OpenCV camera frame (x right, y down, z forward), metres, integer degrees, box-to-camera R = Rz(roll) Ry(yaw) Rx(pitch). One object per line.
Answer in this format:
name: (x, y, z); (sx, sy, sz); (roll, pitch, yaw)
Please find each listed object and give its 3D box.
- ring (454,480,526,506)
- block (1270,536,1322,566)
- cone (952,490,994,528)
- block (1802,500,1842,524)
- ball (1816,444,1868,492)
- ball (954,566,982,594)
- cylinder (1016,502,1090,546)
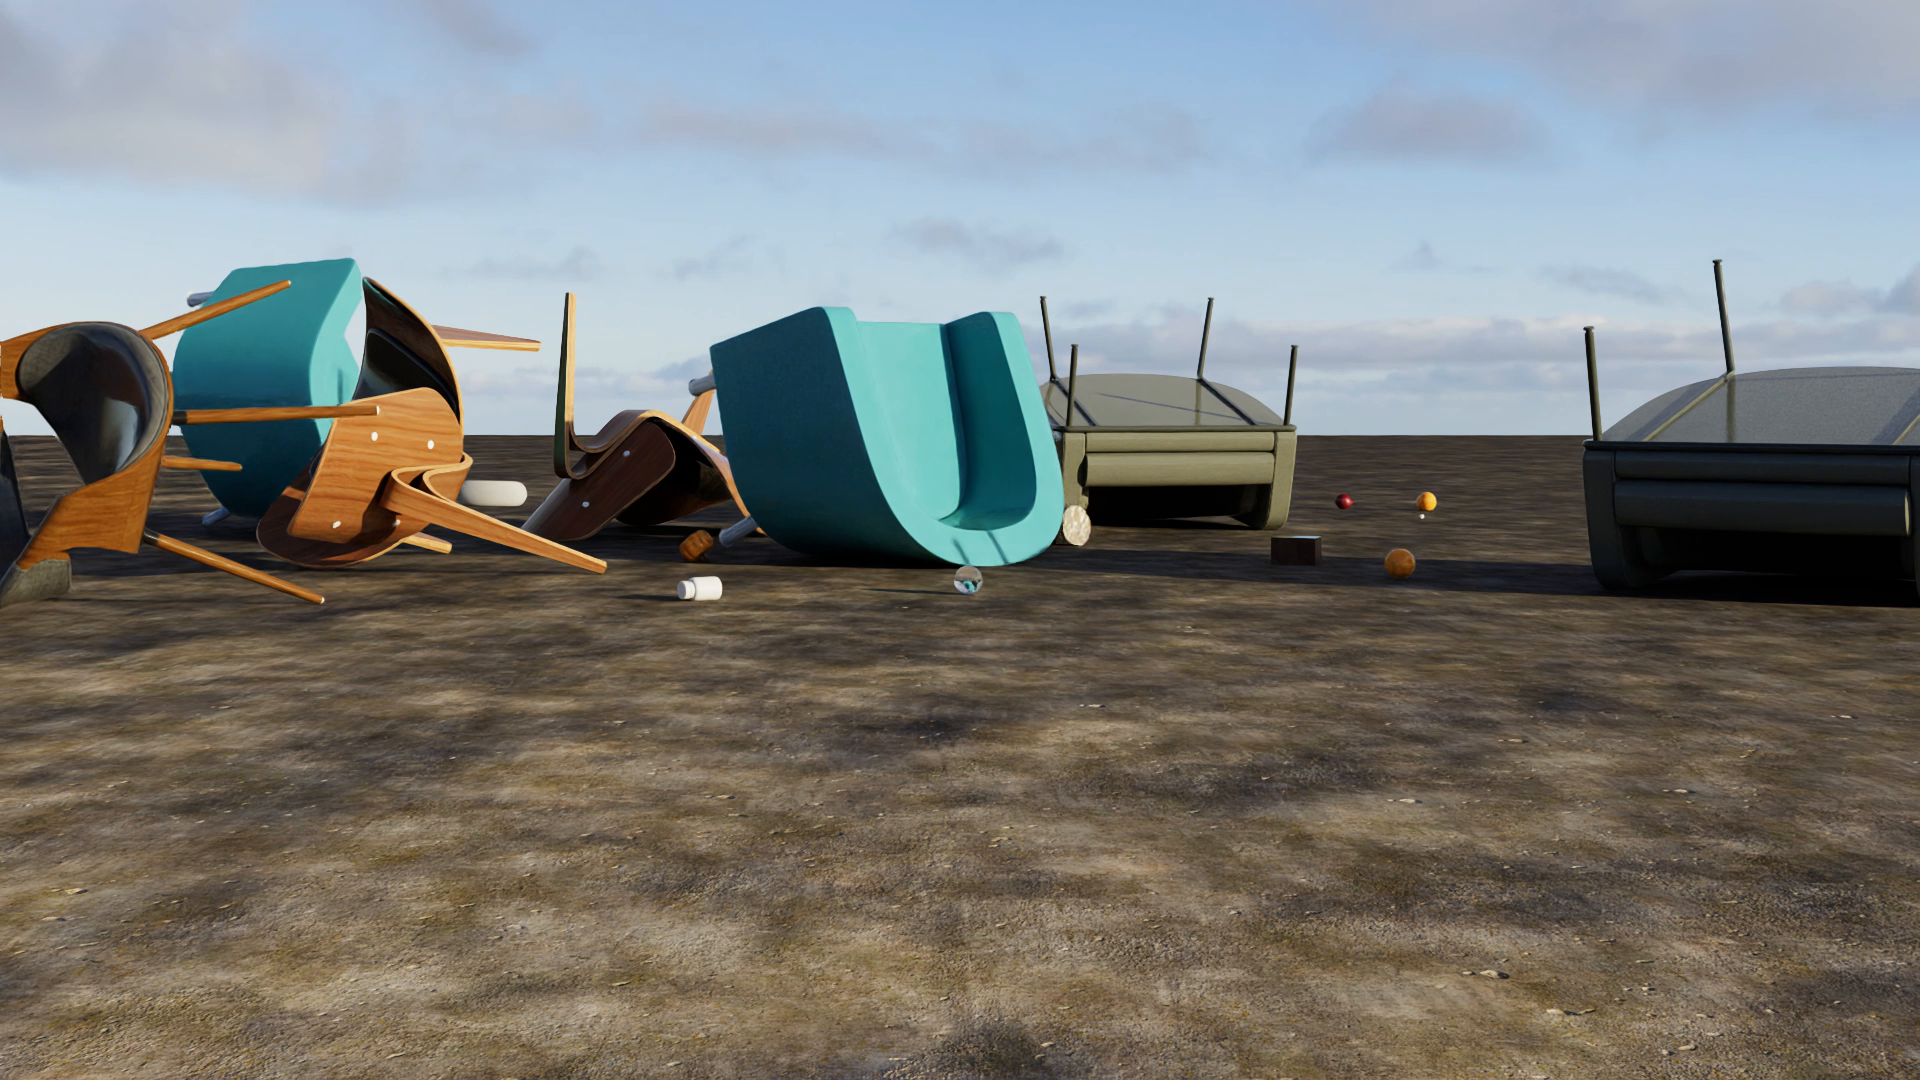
ring: (-1.803, -0.179, 8.449); (0.288, 0.098, 0.110); (1, 1, 8)
block: (0.863, 0.027, 5.644); (0.114, 0.070, 0.080); (2, 4, 21)
cone: (0.042, -0.102, 7.131); (0.140, 0.122, 0.096); (-1, 4, -16)
block: (2.875, -0.093, 7.334); (0.115, 0.079, 0.064); (-1, 4, -19)
ball: (3.821, -0.312, 9.533); (0.213, 0.213, 0.213); (0, 4, 0)
ball: (0.018, 0.088, 4.806); (0.064, 0.064, 0.064); (0, 4, 0)
cylinder: (0.270, -0.046, 6.357); (0.172, 0.113, 0.134); (4, -24, 42)
